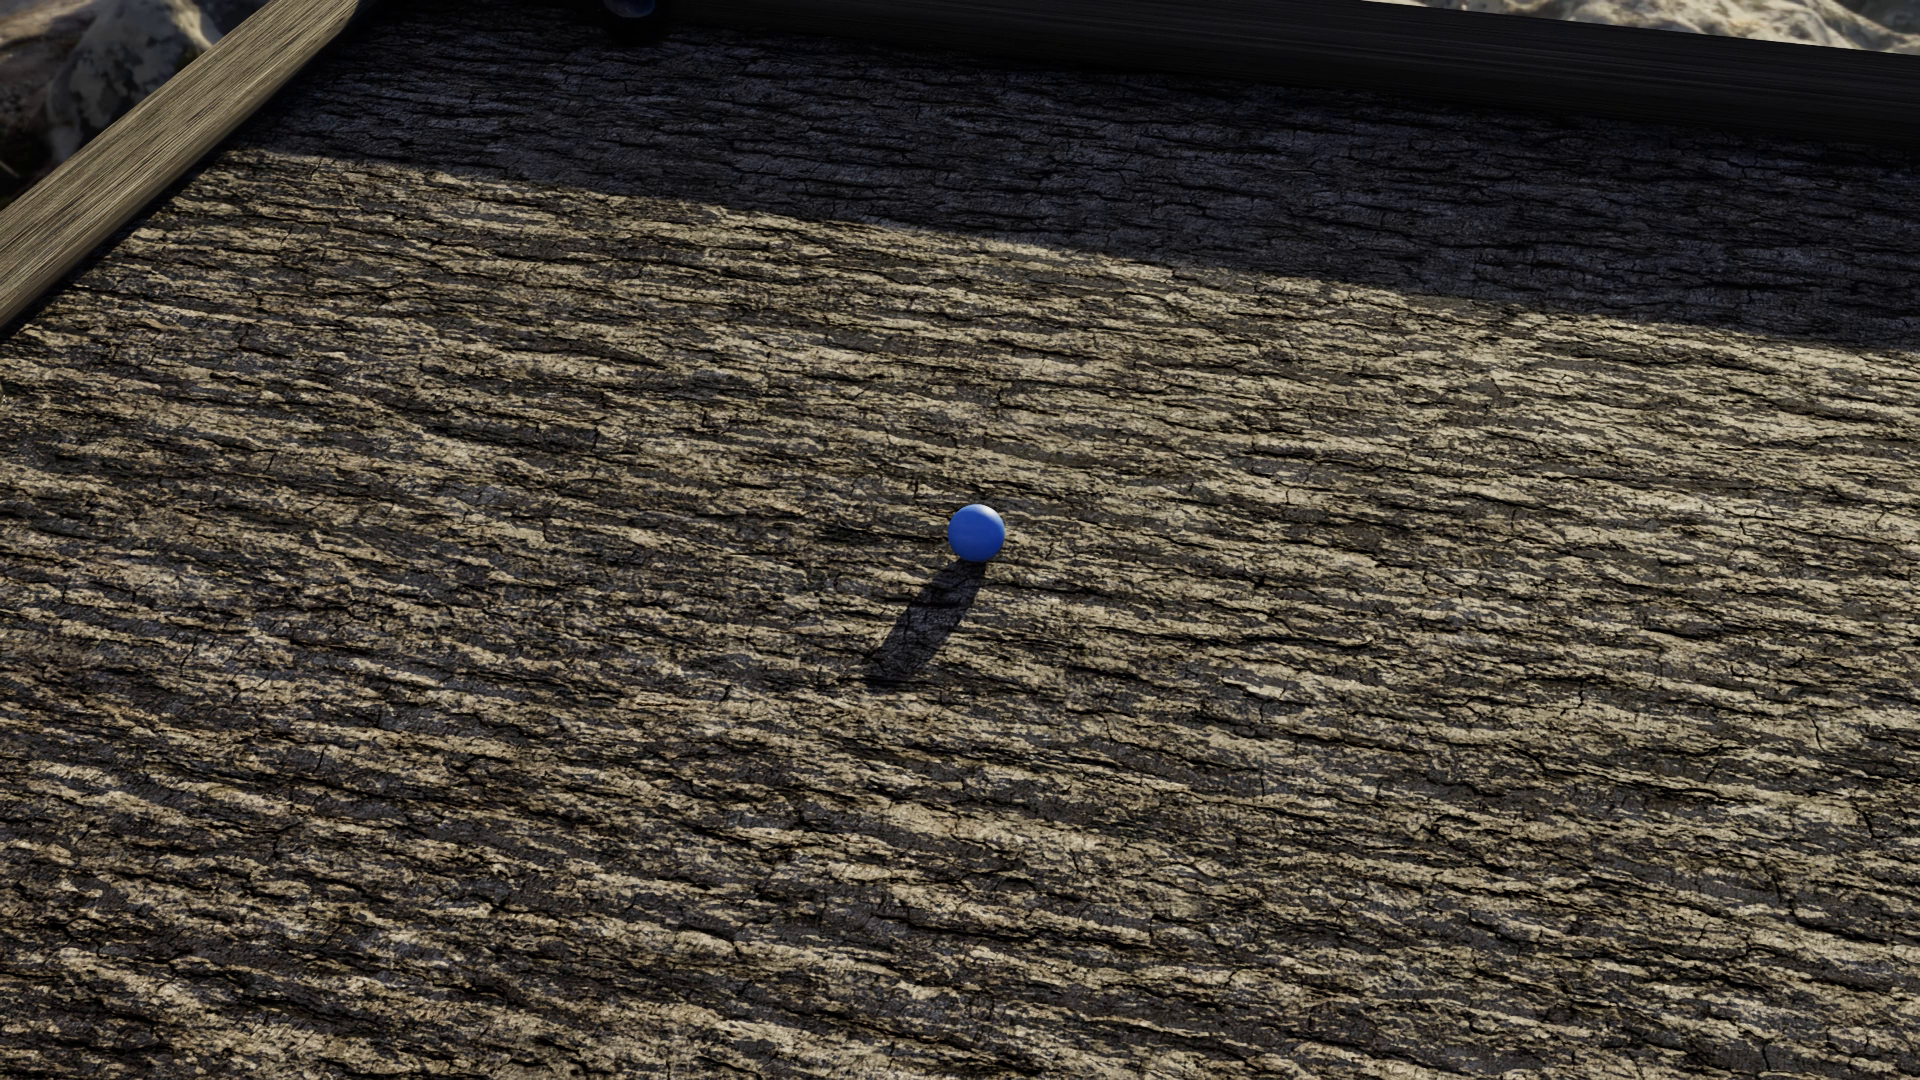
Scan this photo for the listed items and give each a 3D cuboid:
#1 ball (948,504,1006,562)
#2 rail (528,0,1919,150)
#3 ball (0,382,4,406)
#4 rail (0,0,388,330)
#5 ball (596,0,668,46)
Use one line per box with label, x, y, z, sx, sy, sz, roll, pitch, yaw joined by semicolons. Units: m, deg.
ball;0.013;-0.005;2.029;0.046;0.046;0.046;0;34;0
rail;1.166;-0.409;2.577;3.789;0.102;0.045;8;35;12
ball;-0.850;-0.125;2.193;0.060;0.060;0.060;0;34;0
rail;-0.892;-0.154;2.198;0.045;0.102;1.993;8;35;12
ball;-0.367;-0.593;2.872;0.078;0.078;0.078;0;34;0
